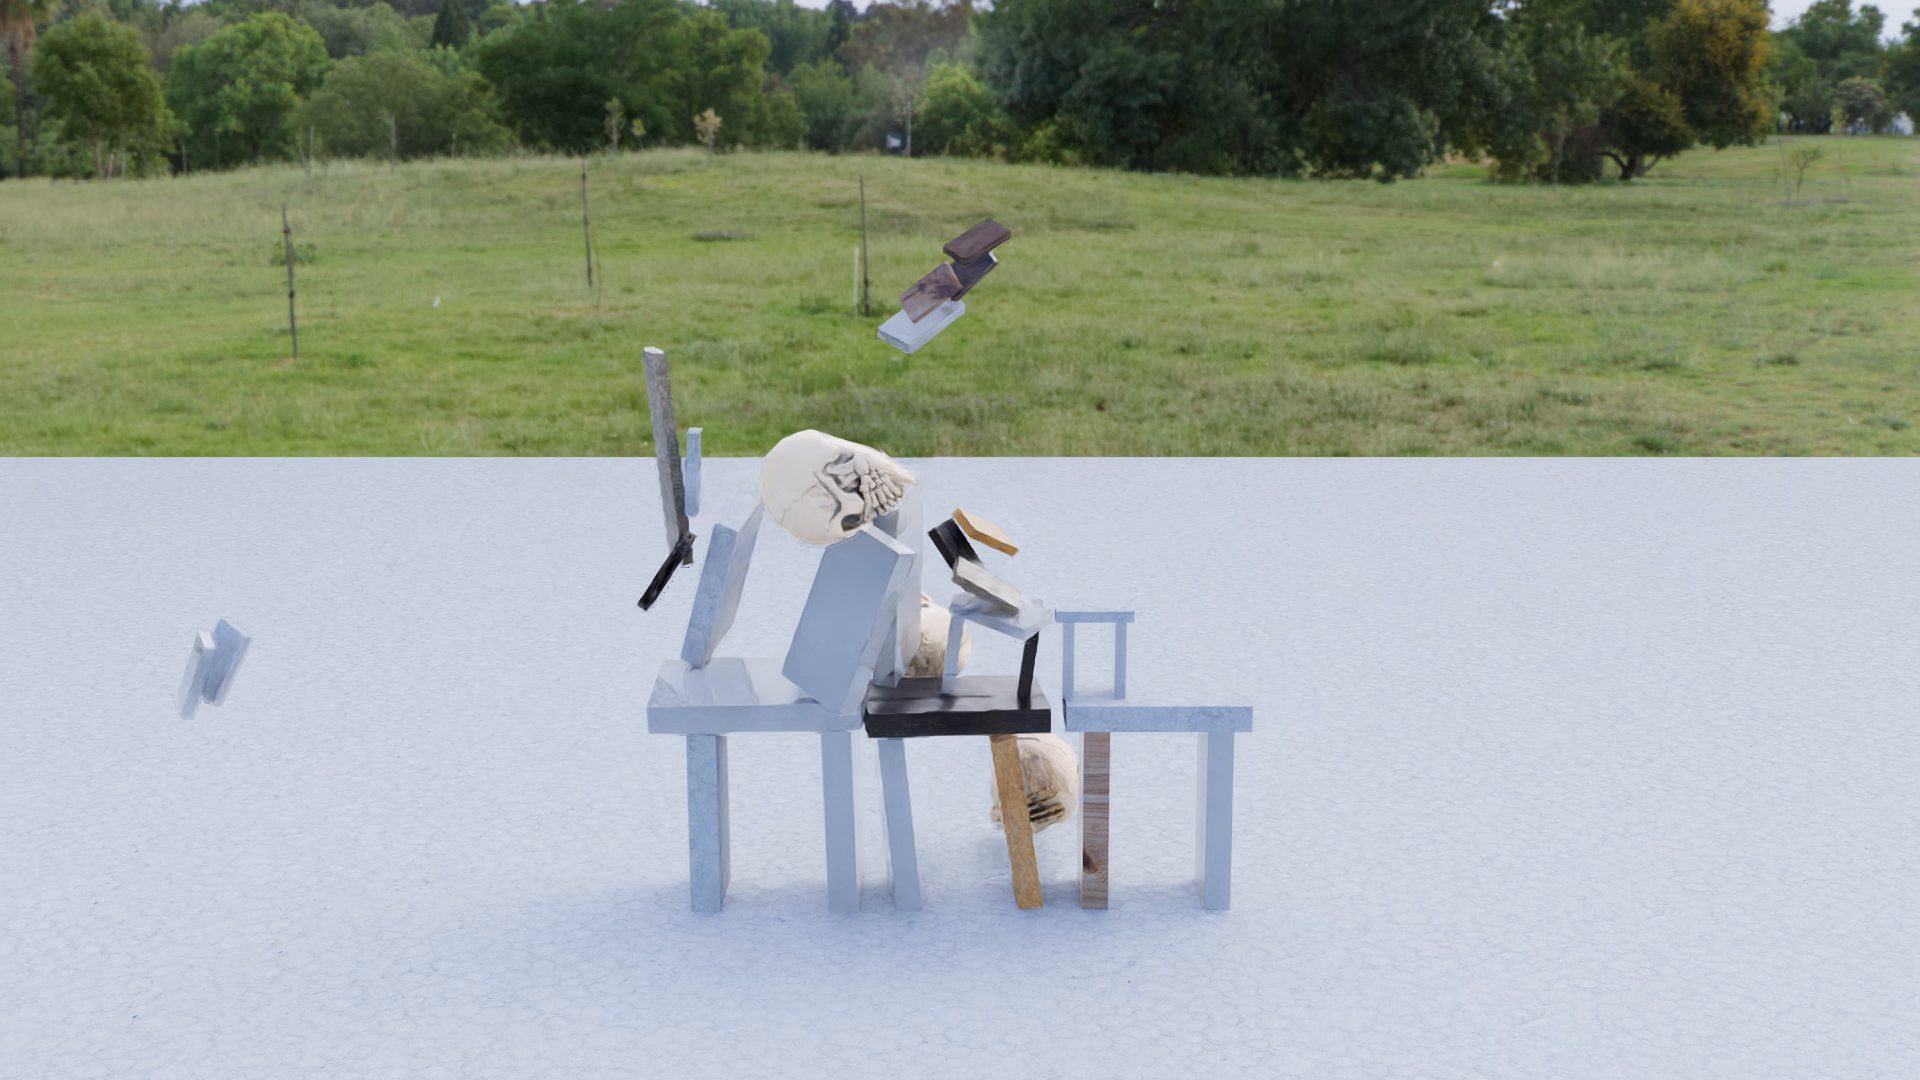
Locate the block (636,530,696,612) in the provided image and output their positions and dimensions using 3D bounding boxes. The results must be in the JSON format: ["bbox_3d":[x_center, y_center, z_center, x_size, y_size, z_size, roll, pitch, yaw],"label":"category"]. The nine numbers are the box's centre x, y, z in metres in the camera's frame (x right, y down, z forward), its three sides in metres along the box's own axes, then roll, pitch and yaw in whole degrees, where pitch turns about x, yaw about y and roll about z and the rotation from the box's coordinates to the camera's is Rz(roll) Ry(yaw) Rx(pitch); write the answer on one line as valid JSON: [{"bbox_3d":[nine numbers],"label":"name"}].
[{"bbox_3d":[-0.478,0.050,3.588,0.019,0.136,0.068,33,7,-4],"label":"block"}]

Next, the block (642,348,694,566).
[{"bbox_3d":[-0.480,-0.137,3.616,0.019,0.355,0.068,-12,16,-24],"label":"block"}]

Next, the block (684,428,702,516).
[{"bbox_3d":[-0.435,-0.111,3.584,0.019,0.136,0.068,2,11,-2],"label":"block"}]

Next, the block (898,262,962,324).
[{"bbox_3d":[-0.047,-0.387,3.440,0.097,0.049,0.014,-34,-20,21],"label":"block"}]

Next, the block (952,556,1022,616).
[{"bbox_3d":[0.042,0.073,3.451,0.116,0.016,0.058,29,27,-11],"label":"block"}]

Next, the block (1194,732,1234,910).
[{"bbox_3d":[0.420,0.443,3.641,0.042,0.300,0.150,0,11,0],"label":"block"}]

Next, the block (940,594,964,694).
[{"bbox_3d":[-0.011,0.168,3.564,0.021,0.147,0.073,8,25,-2],"label":"block"}]

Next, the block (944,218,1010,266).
[{"bbox_3d":[0.027,-0.464,3.419,0.097,0.014,0.049,-35,53,-27],"label":"block"}]

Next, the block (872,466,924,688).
[{"bbox_3d":[-0.099,0.061,3.509,0.040,0.325,0.140,9,30,13],"label":"block"}]

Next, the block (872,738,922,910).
[{"bbox_3d":[-0.108,0.444,3.635,0.042,0.295,0.148,-7,12,-7],"label":"block"}]

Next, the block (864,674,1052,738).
[{"bbox_3d":[-0.011,0.270,3.581,0.295,0.042,0.148,-1,18,-9],"label":"block"}]

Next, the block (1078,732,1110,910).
[{"bbox_3d":[0.221,0.443,3.641,0.042,0.300,0.150,0,11,0],"label":"block"}]

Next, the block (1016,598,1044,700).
[{"bbox_3d":[0.114,0.177,3.571,0.021,0.147,0.073,8,19,2],"label":"block"}]

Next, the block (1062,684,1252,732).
[{"bbox_3d":[0.321,0.275,3.610,0.300,0.042,0.150,0,11,0],"label":"block"}]

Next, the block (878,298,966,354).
[{"bbox_3d":[-0.061,-0.350,3.504,0.068,0.019,0.135,30,53,27],"label":"block"}]

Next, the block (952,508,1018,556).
[{"bbox_3d":[0.041,-0.013,3.544,0.116,0.016,0.058,24,22,-48],"label":"block"}]

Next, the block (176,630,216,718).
[{"bbox_3d":[-1.323,0.232,3.803,0.019,0.135,0.068,14,15,-32],"label":"block"}]

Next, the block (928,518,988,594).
[{"bbox_3d":[0.000,0.025,3.511,0.016,0.116,0.058,-35,-4,35],"label":"block"}]

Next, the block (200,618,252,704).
[{"bbox_3d":[-1.298,0.213,3.859,0.068,0.136,0.019,31,8,27],"label":"block"}]

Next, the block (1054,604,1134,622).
[{"bbox_3d":[0.219,0.119,3.587,0.127,0.018,0.063,0,11,0],"label":"block"}]

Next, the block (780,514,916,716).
[{"bbox_3d":[-0.174,0.115,3.387,0.139,0.279,0.040,32,20,35],"label":"block"}]

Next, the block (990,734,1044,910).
[{"bbox_3d":[0.090,0.440,3.622,0.042,0.295,0.148,-9,17,1],"label":"block"}]

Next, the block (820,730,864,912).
[{"bbox_3d":[-0.191,0.419,3.590,0.048,0.336,0.168,0,24,1],"label":"block"}]

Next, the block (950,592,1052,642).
[{"bbox_3d":[0.065,0.114,3.484,0.147,0.021,0.073,20,34,32],"label":"block"}]

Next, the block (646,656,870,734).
[{"bbox_3d":[-0.320,0.246,3.517,0.336,0.048,0.168,-1,24,3],"label":"block"}]

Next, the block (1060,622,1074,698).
[{"bbox_3d":[0.176,0.190,3.600,0.018,0.127,0.063,0,11,0],"label":"block"}]

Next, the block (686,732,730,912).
[{"bbox_3d":[-0.415,0.425,3.635,0.048,0.336,0.168,0,11,0],"label":"block"}]

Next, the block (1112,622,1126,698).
[{"bbox_3d":[0.261,0.190,3.600,0.018,0.127,0.063,0,11,0],"label":"block"}]

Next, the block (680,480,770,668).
[{"bbox_3d":[-0.379,0.056,3.540,0.040,0.279,0.140,22,34,5],"label":"block"}]

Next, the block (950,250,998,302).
[{"bbox_3d":[0.012,-0.429,3.492,0.097,0.049,0.014,-41,-22,25],"label":"block"}]
